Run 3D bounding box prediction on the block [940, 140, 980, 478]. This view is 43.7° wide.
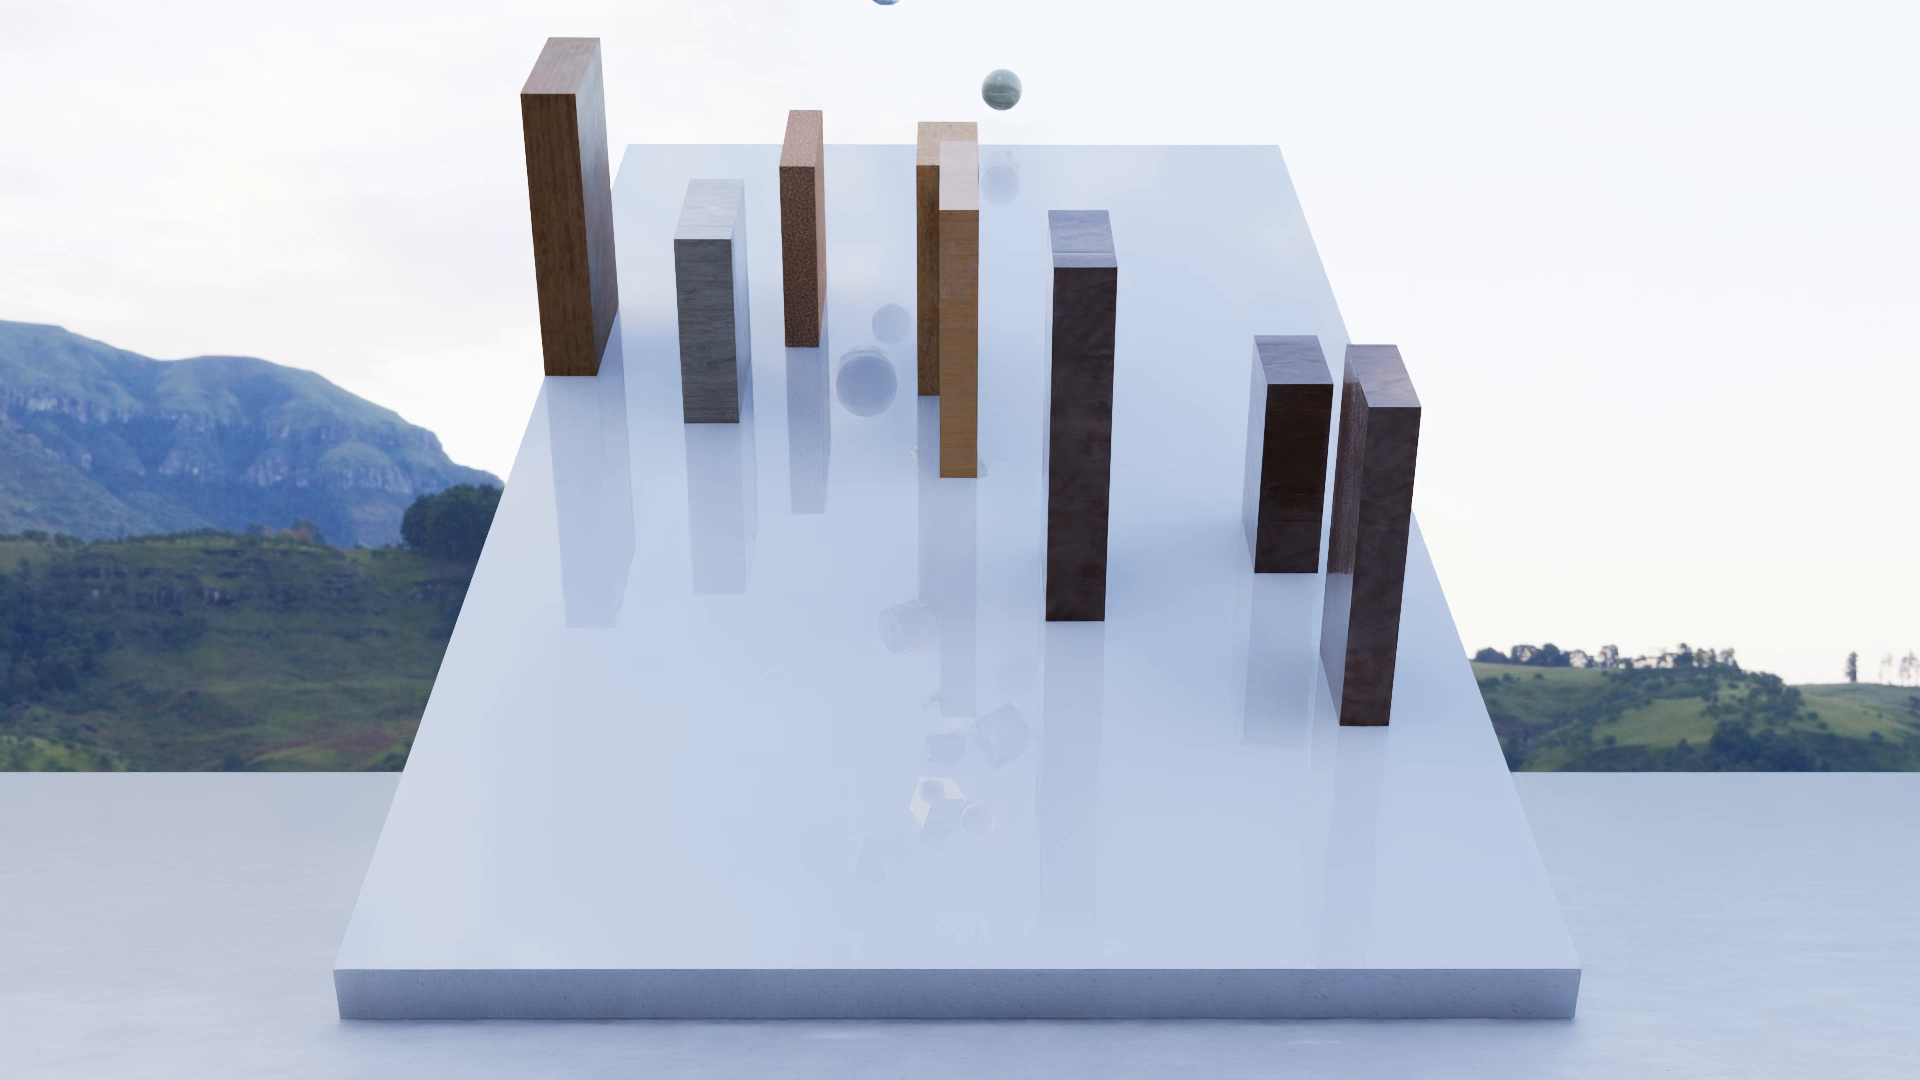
[{"bbox_3d":[-0.003,-0.524,5.400,0.084,0.635,0.444,0,28,0],"label":"block"}]

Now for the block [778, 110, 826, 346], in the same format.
[{"bbox_3d":[-0.395,-0.795,6.068,0.085,0.474,0.431,0,28,0],"label":"block"}]

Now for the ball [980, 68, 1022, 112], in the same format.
[{"bbox_3d":[0.130,-1.394,7.404,0.131,0.131,0.131,0,-5,0],"label":"ball"}]

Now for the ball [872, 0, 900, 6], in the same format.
[{"bbox_3d":[-0.216,-1.633,7.028,0.126,0.126,0.126,0,-5,0],"label":"ball"}]

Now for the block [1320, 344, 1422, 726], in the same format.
[{"bbox_3d":[0.754,-0.006,4.424,0.092,0.657,0.271,0,28,0],"label":"block"}]

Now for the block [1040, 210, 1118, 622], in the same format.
[{"bbox_3d":[0.231,-0.243,4.749,0.119,0.761,0.300,0,28,0],"label":"block"}]

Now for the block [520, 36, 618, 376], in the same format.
[{"bbox_3d":[-0.949,-0.819,5.860,0.127,0.711,0.447,0,28,0],"label":"block"}]

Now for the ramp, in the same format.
[{"bbox_3d":[-0.012,-0.221,5.611,2.000,0.100,4.000,0,28,0],"label":"ramp"}]

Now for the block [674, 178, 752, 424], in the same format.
[{"bbox_3d":[-0.582,-0.569,5.664,0.129,0.460,0.394,0,28,0],"label":"block"}]

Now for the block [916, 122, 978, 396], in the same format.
[{"bbox_3d":[-0.030,-0.675,5.738,0.143,0.579,0.311,0,28,0],"label":"block"}]

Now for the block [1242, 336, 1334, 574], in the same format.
[{"bbox_3d":[0.678,-0.179,4.978,0.133,0.432,0.244,0,28,0],"label":"block"}]
